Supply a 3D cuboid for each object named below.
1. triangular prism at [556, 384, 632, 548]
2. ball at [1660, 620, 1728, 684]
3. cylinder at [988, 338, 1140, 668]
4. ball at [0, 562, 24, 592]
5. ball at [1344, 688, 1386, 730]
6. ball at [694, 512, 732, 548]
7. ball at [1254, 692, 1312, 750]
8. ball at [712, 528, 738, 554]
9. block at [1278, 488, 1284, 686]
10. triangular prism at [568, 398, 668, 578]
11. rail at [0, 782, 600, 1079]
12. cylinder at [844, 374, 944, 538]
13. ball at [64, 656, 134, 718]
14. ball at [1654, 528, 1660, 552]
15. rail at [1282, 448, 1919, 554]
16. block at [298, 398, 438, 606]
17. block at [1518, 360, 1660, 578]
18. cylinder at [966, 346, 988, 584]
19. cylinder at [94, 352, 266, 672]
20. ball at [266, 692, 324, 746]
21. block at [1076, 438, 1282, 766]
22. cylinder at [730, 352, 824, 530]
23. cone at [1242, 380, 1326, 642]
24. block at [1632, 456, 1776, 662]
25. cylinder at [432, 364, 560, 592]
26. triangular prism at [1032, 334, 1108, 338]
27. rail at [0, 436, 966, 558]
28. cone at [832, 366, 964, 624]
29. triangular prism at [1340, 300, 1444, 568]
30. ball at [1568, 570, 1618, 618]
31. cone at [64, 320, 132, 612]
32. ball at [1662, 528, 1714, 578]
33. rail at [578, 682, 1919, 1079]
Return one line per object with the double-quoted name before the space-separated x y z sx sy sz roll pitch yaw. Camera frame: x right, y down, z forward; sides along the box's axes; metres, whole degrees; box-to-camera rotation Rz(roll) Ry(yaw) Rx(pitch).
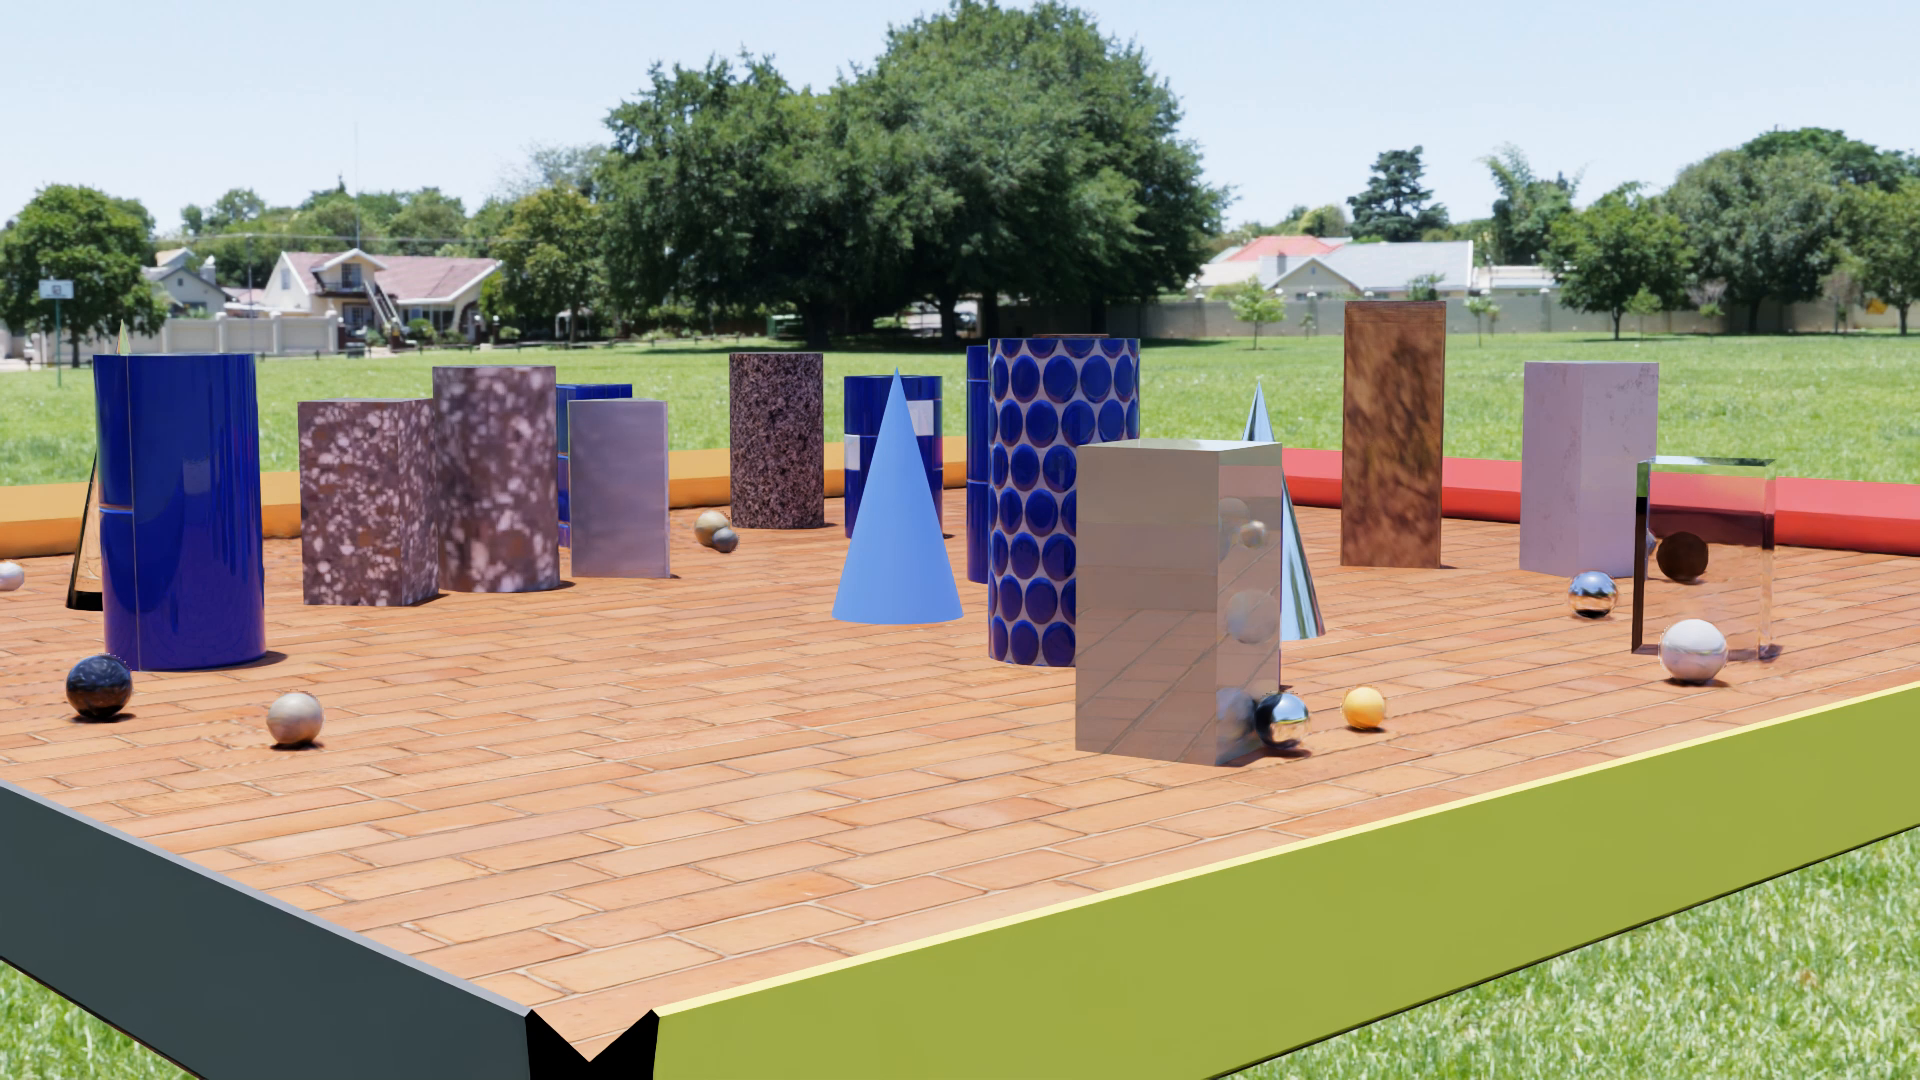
"triangular prism" -0.686 -0.143 4.164 0.145 0.304 0.168 -4 7 -33
"ball" 0.877 0.133 2.628 0.076 0.076 0.076 0 6 0
"cylinder" 0.133 -0.054 2.819 0.194 0.407 0.194 0 6 0
"ball" -1.501 0.059 3.468 0.048 0.048 0.048 0 6 0
"ball" 0.430 0.179 2.336 0.045 0.045 0.045 0 6 0
"ball" -0.458 -0.018 4.072 0.068 0.068 0.068 0 6 0
"ball" 0.324 0.182 2.212 0.057 0.057 0.057 0 6 0
"ball" -0.429 0.001 4.020 0.047 0.047 0.047 0 6 0
"block" 0.276 0.059 2.570 0.155 0.235 0.155 3 7 29
"triangular prism" -0.557 -0.091 3.718 0.168 0.294 0.145 1 6 8
"rail" -1.255 0.154 2.180 0.045 0.126 3.252 -6 8 -42
"cylinder" -0.130 -0.164 4.316 0.194 0.314 0.194 0 6 0
"ball" -0.939 0.160 2.398 0.069 0.069 0.069 0 6 0
"ball" 1.235 0.001 3.972 0.058 0.058 0.058 0 6 0
"rail" 1.255 -0.088 4.484 0.045 0.126 3.252 -6 8 -42
"block" -0.906 -0.062 3.375 0.155 0.307 0.155 1 6 7
"block" 1.061 -0.122 3.715 0.155 0.356 0.155 -3 6 -23
"cylinder" 0.107 -0.127 3.624 0.194 0.384 0.194 0 6 0
"cylinder" -0.986 -0.041 2.784 0.194 0.388 0.194 0 6 0
"ball" -0.679 0.183 2.245 0.056 0.056 0.056 0 6 0
"block" 0.223 0.057 2.236 0.155 0.309 0.155 4 7 31
"cylinder" -0.378 -0.208 4.539 0.194 0.355 0.194 0 6 0
"cone" 0.411 -0.047 3.036 0.194 0.348 0.194 0 6 0
"block" 0.973 0.021 2.873 0.155 0.248 0.155 3 7 25
"cylinder" -0.746 -0.103 3.543 0.194 0.354 0.194 0 6 0
"triangular prism" 0.253 -0.209 4.354 0.168 0.395 0.145 4 7 35
"rail" -1.087 -0.090 4.503 3.463 0.126 0.045 -6 8 -42
"cone" -0.091 -0.071 3.193 0.194 0.364 0.194 0 6 0
"triangular prism" 0.765 -0.188 3.856 0.168 0.458 0.145 2 6 16
"ball" 0.914 0.079 3.176 0.069 0.069 0.069 0 6 0
"cone" -1.258 -0.119 3.323 0.194 0.431 0.194 0 6 0
"ball" 1.209 0.022 3.656 0.082 0.082 0.082 0 6 0
"rail" 1.087 0.156 2.161 3.463 0.126 0.045 -6 8 -42
